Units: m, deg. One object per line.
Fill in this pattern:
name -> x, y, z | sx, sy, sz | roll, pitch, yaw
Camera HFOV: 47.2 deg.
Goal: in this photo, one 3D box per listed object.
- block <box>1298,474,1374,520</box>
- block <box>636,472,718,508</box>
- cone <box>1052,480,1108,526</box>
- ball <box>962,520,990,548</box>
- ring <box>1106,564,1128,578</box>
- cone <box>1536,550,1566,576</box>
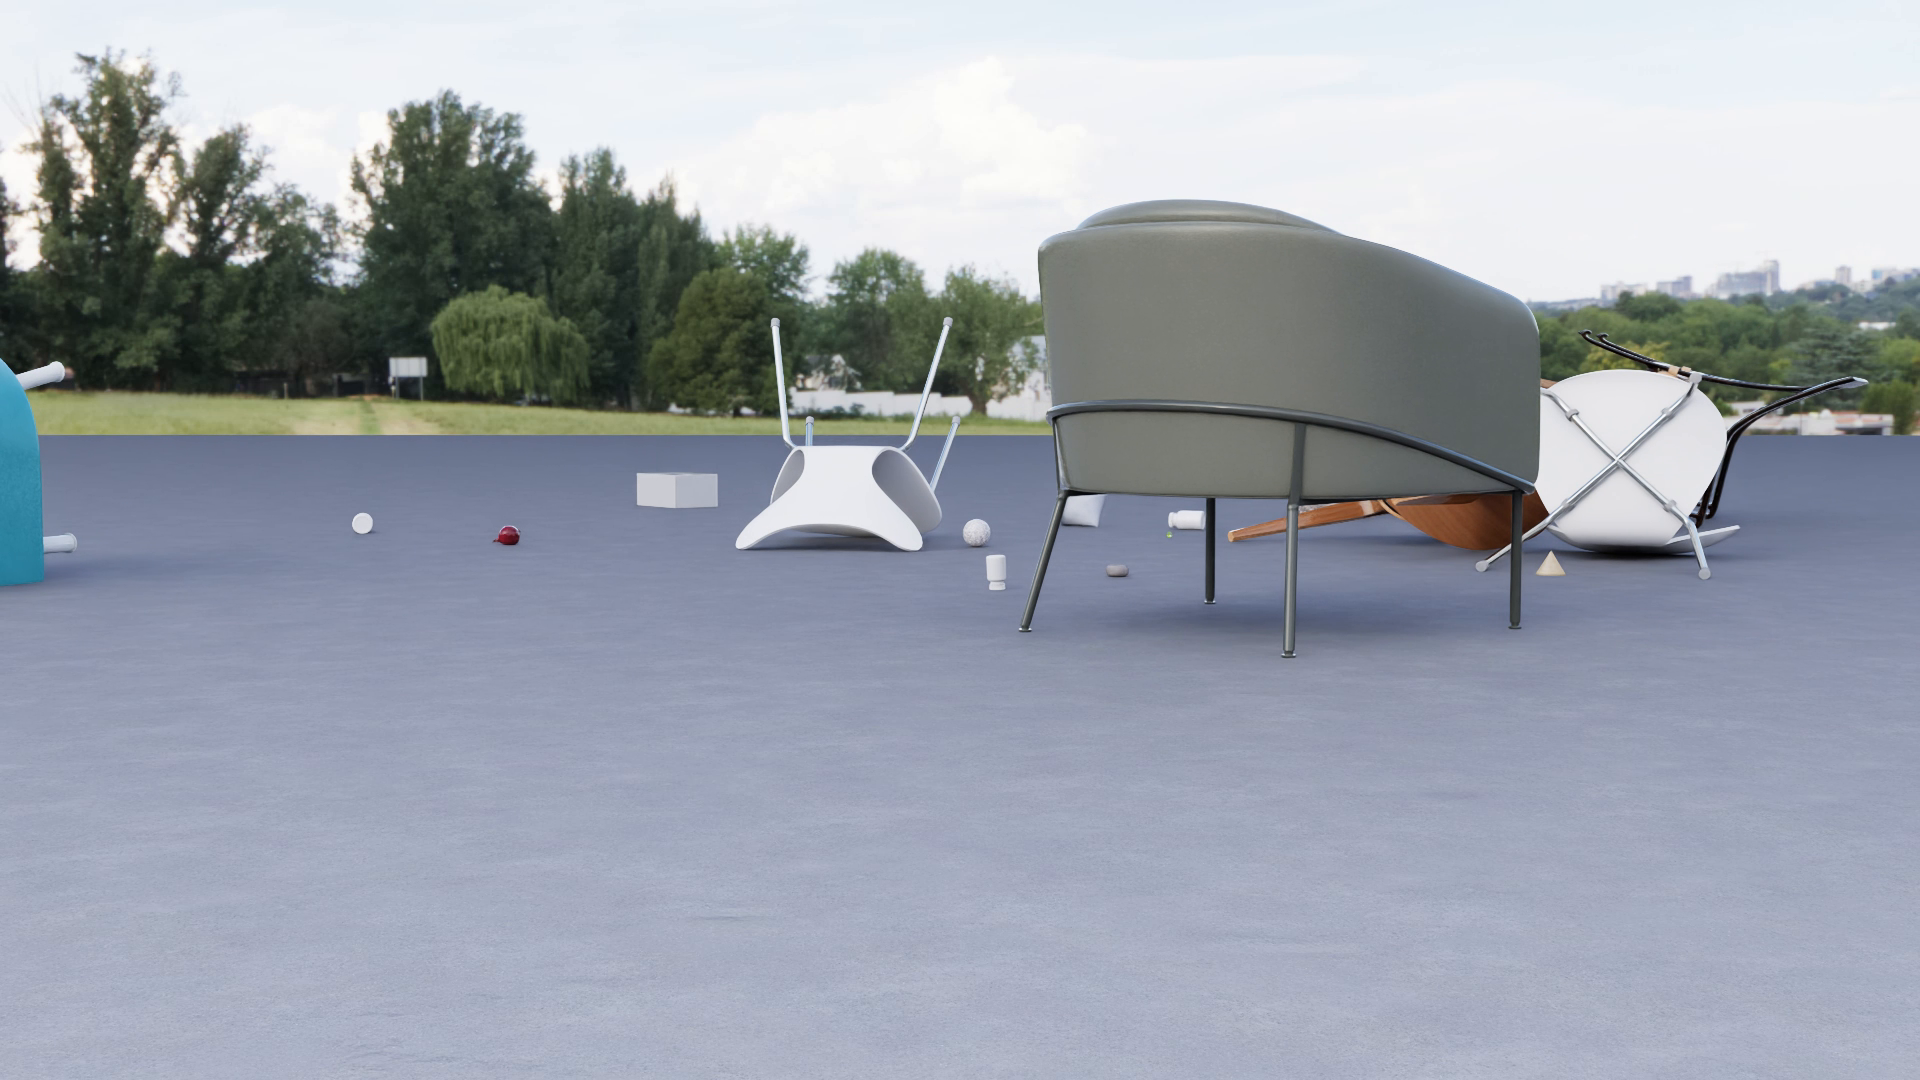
block -> 1.317, -0.153, 7.704 | 0.162, 0.146, 0.255 | 3, 5, 36
block -> -1.089, -0.194, 8.463 | 0.187, 0.123, 0.286 | -3, 5, -38
cone -> 0.421, -0.083, 7.197 | 0.208, 0.193, 0.117 | -25, 54, -12
ball -> 0.047, -0.019, 6.247 | 0.080, 0.080, 0.080 | 0, 4, 0
ring -> 0.378, 0.074, 5.278 | 0.055, 0.027, 0.078 | 2, 3, -2
cone -> 1.428, 0.055, 5.315 | 0.074, 0.060, 0.042 | 1, 4, 14
